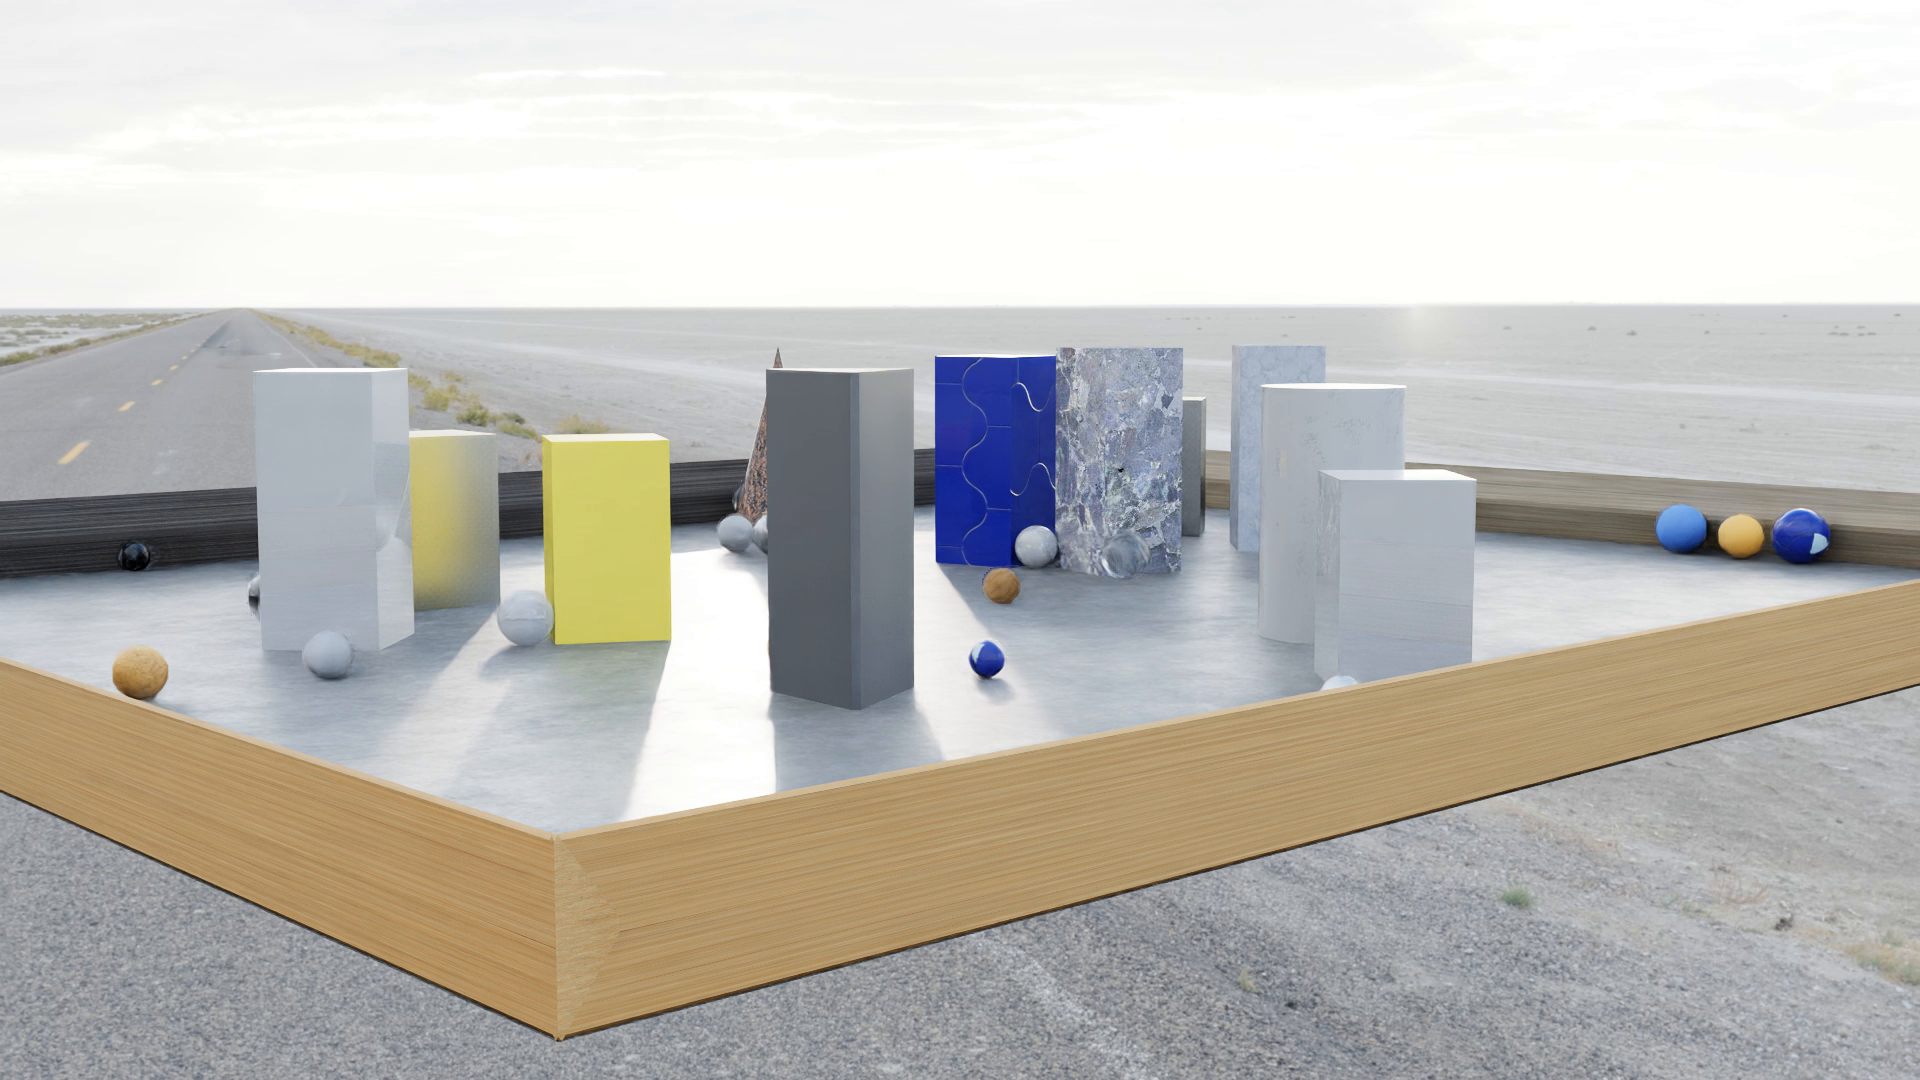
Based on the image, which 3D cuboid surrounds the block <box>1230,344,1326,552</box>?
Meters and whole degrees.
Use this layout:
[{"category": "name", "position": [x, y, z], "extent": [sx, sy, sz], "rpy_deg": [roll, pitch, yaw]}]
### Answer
[{"category": "block", "position": [0.594, -0.176, 4.124], "extent": [0.156, 0.379, 0.156], "rpy_deg": [0, 6, 1]}]

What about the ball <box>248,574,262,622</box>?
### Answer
[{"category": "ball", "position": [-0.953, 0.080, 3.081], "extent": [0.086, 0.086, 0.086], "rpy_deg": [0, 6, 0]}]

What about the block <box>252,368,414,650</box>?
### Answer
[{"category": "block", "position": [-0.834, -0.045, 2.940], "extent": [0.156, 0.364, 0.156], "rpy_deg": [0, 6, 3]}]

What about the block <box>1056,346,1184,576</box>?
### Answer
[{"category": "block", "position": [0.271, -0.139, 3.767], "extent": [0.156, 0.380, 0.156], "rpy_deg": [-3, 7, -29]}]

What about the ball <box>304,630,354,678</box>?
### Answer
[{"category": "ball", "position": [-0.765, 0.139, 2.664], "extent": [0.058, 0.058, 0.058], "rpy_deg": [0, 6, 0]}]

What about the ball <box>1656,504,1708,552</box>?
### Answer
[{"category": "ball", "position": [1.326, -0.021, 4.039], "extent": [0.088, 0.088, 0.088], "rpy_deg": [0, 6, 0]}]

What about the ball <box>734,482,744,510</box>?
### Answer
[{"category": "ball", "position": [-0.425, -0.082, 4.594], "extent": [0.095, 0.095, 0.095], "rpy_deg": [0, 6, 0]}]

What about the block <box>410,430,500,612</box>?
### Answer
[{"category": "block", "position": [-0.806, -0.033, 3.337], "extent": [0.156, 0.258, 0.156], "rpy_deg": [-5, 8, -37]}]

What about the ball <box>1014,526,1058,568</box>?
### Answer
[{"category": "ball", "position": [0.132, 0.012, 3.796], "extent": [0.075, 0.075, 0.075], "rpy_deg": [0, 6, 0]}]

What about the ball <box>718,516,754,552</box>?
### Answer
[{"category": "ball", "position": [-0.413, -0.012, 4.048], "extent": [0.068, 0.068, 0.068], "rpy_deg": [0, 6, 0]}]

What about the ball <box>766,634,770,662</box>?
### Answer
[{"category": "ball", "position": [-0.189, 0.129, 2.629], "extent": [0.085, 0.085, 0.085], "rpy_deg": [0, 6, 0]}]

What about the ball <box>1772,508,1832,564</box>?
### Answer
[{"category": "ball", "position": [1.479, -0.007, 3.865], "extent": [0.097, 0.097, 0.097], "rpy_deg": [0, 6, 0]}]

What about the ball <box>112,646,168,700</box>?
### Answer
[{"category": "ball", "position": [-0.939, 0.152, 2.518], "extent": [0.061, 0.061, 0.061], "rpy_deg": [0, 6, 0]}]

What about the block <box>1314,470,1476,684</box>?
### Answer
[{"category": "block", "position": [0.516, 0.047, 2.624], "extent": [0.156, 0.249, 0.156], "rpy_deg": [0, 6, -1]}]

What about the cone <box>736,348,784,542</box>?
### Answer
[{"category": "cone", "position": [-0.354, -0.193, 4.304], "extent": [0.195, 0.374, 0.195], "rpy_deg": [0, 6, 0]}]

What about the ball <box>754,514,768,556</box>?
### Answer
[{"category": "ball", "position": [-0.332, -0.010, 3.967], "extent": [0.082, 0.082, 0.082], "rpy_deg": [0, 6, 0]}]

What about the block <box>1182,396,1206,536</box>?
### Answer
[{"category": "block", "position": [0.408, -0.149, 4.396], "extent": [0.156, 0.268, 0.156], "rpy_deg": [1, 6, 10]}]

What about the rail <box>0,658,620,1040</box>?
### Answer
[{"category": "rail", "position": [-1.116, 0.140, 2.307], "extent": [0.045, 0.127, 2.621], "rpy_deg": [-5, 8, -42]}]

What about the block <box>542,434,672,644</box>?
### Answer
[{"category": "block", "position": [-0.485, -0.005, 3.016], "extent": [0.156, 0.271, 0.156], "rpy_deg": [-2, 6, -15]}]

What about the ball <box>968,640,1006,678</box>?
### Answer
[{"category": "ball", "position": [0.033, 0.145, 2.669], "extent": [0.045, 0.045, 0.045], "rpy_deg": [0, 6, 0]}]

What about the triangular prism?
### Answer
[{"category": "triangular prism", "position": [-0.113, -0.009, 2.544], "extent": [0.146, 0.376, 0.169], "rpy_deg": [-5, 8, -40]}]

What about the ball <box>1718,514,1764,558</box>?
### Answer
[{"category": "ball", "position": [1.401, -0.006, 3.946], "extent": [0.078, 0.078, 0.078], "rpy_deg": [0, 6, 0]}]

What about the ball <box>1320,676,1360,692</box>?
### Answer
[{"category": "ball", "position": [0.413, 0.172, 2.377], "extent": [0.051, 0.051, 0.051], "rpy_deg": [0, 6, 0]}]

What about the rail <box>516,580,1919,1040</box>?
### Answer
[{"category": "rail", "position": [0.873, 0.132, 2.391], "extent": [3.085, 0.127, 0.045], "rpy_deg": [-5, 8, -42]}]

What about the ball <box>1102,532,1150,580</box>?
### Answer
[{"category": "ball", "position": [0.274, 0.026, 3.632], "extent": [0.080, 0.080, 0.080], "rpy_deg": [0, 6, 0]}]

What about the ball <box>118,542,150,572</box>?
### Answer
[{"category": "ball", "position": [-1.406, 0.028, 3.748], "extent": [0.051, 0.051, 0.051], "rpy_deg": [0, 6, 0]}]

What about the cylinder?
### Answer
[{"category": "cylinder", "position": [0.508, -0.040, 3.006], "extent": [0.195, 0.341, 0.195], "rpy_deg": [0, 6, 0]}]

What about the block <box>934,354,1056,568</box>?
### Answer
[{"category": "block", "position": [0.064, -0.143, 3.887], "extent": [0.156, 0.363, 0.156], "rpy_deg": [4, 7, 32]}]

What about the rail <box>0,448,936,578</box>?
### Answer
[{"category": "rail", "position": [-0.873, -0.066, 4.273], "extent": [3.085, 0.127, 0.045], "rpy_deg": [-5, 8, -42]}]

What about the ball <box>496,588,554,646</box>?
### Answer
[{"category": "ball", "position": [-0.578, 0.102, 2.925], "extent": [0.075, 0.075, 0.075], "rpy_deg": [0, 6, 0]}]

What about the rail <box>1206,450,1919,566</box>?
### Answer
[{"category": "rail", "position": [1.116, -0.074, 4.356], "extent": [0.045, 0.127, 2.621], "rpy_deg": [-5, 8, -42]}]

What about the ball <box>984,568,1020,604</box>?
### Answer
[{"category": "ball", "position": [0.064, 0.070, 3.330], "extent": [0.056, 0.056, 0.056], "rpy_deg": [0, 6, 0]}]
